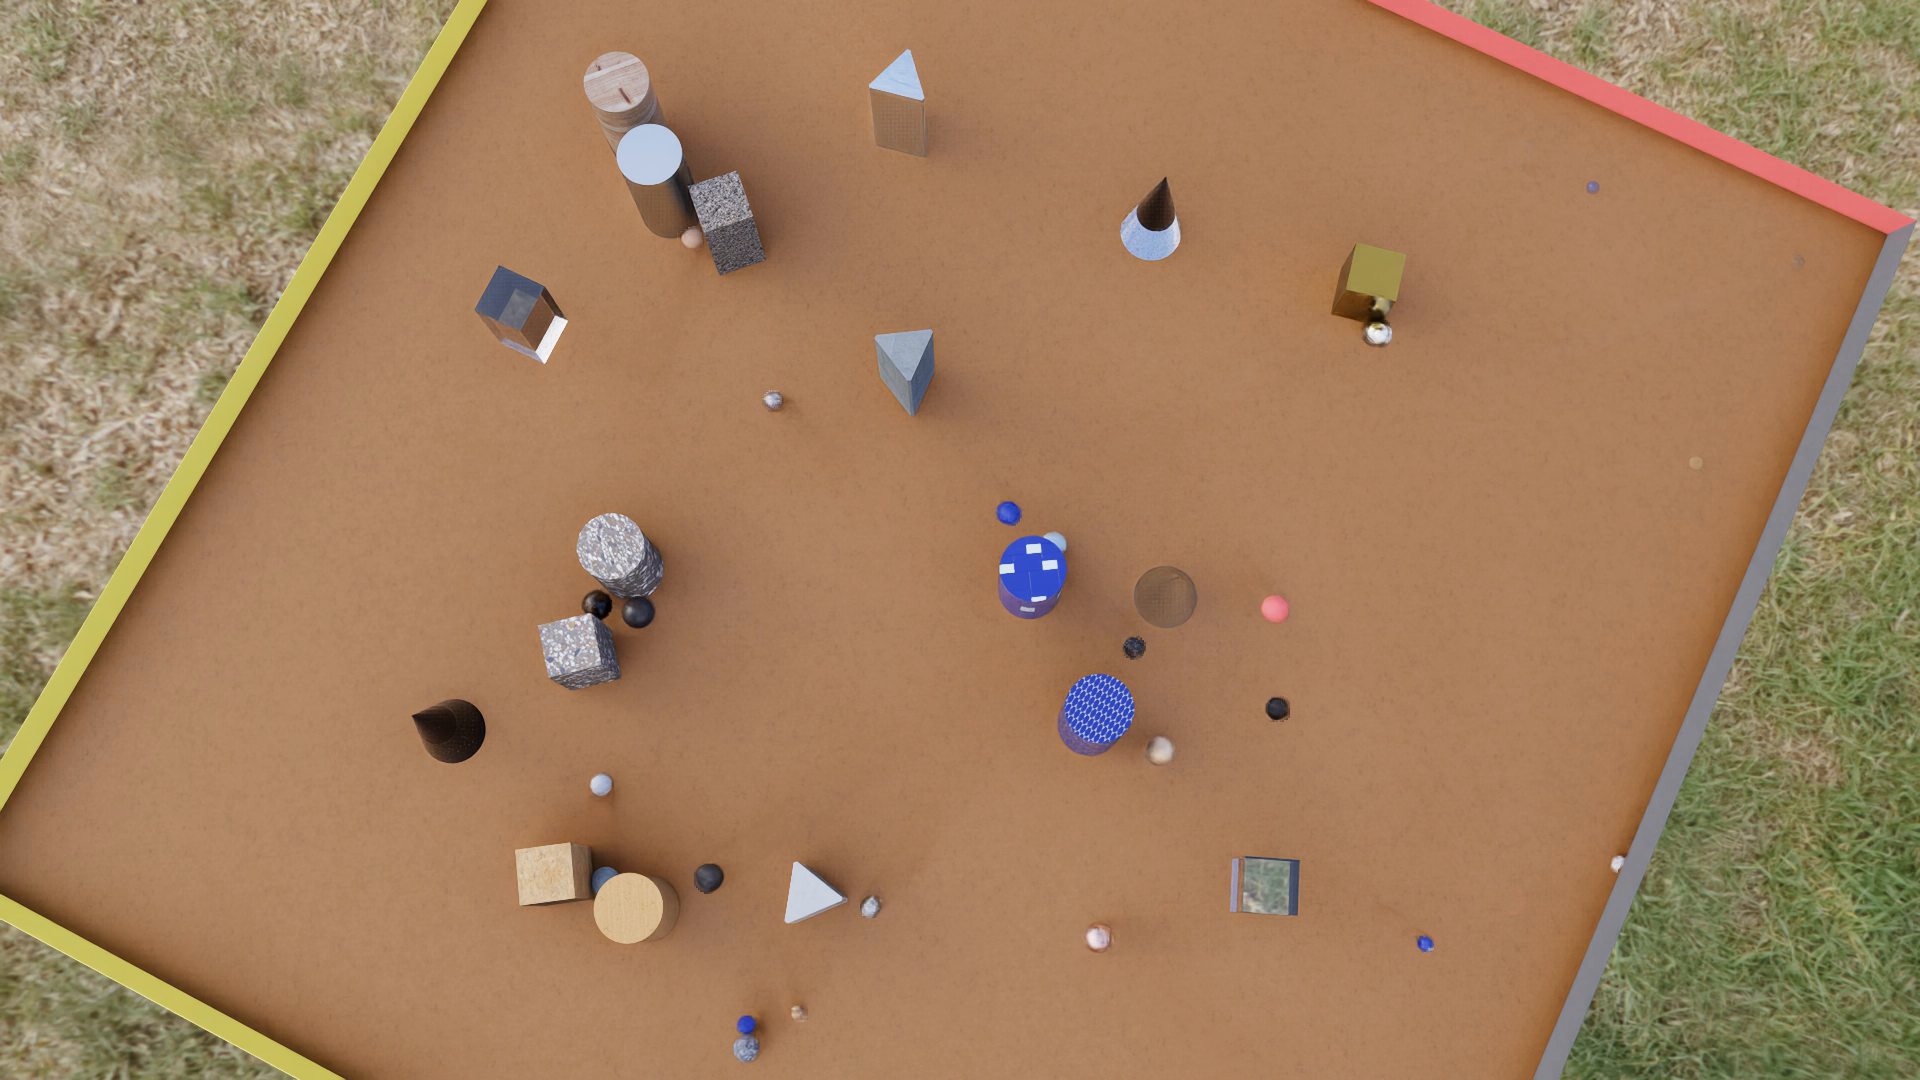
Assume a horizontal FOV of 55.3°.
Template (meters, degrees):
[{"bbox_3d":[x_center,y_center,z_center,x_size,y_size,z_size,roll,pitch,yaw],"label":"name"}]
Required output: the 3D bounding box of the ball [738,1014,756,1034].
[{"bbox_3d":[-0.617,1.400,5.300,0.053,0.053,0.053,0,78,0],"label":"ball"}]

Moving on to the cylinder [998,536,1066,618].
[{"bbox_3d":[0.211,0.114,5.433,0.193,0.313,0.193,0,78,0],"label":"cylinder"}]

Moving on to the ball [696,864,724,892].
[{"bbox_3d":[-0.734,0.988,5.370,0.082,0.082,0.082,0,78,0],"label":"ball"}]

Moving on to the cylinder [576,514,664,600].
[{"bbox_3d":[-1.002,0.053,5.425,0.193,0.353,0.193,0,78,0],"label":"cylinder"}]

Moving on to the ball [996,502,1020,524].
[{"bbox_3d":[0.146,-0.083,5.598,0.070,0.070,0.070,0,78,0],"label":"ball"}]

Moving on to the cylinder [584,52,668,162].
[{"bbox_3d":[-1.015,-1.307,5.646,0.193,0.472,0.193,0,78,0],"label":"cylinder"}]

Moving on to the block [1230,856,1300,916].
[{"bbox_3d":[0.877,0.999,5.284,0.155,0.247,0.155,4,78,1],"label":"block"}]

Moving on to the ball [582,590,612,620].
[{"bbox_3d":[-1.094,0.197,5.530,0.090,0.090,0.090,0,78,0],"label":"ball"}]

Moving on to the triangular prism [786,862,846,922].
[{"bbox_3d":[-0.434,0.996,5.262,0.167,0.290,0.145,-22,79,-4],"label":"triangular prism"}]

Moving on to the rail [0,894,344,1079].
[{"bbox_3d":[-0.988,1.941,5.150,4.420,0.126,0.045,26,80,5],"label":"rail"}]

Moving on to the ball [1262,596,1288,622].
[{"bbox_3d":[0.950,0.207,5.533,0.080,0.080,0.080,0,78,0],"label":"ball"}]

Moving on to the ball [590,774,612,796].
[{"bbox_3d":[-1.065,0.727,5.434,0.062,0.062,0.062,0,78,0],"label":"ball"}]

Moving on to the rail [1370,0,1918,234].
[{"bbox_3d":[0.988,-1.928,5.950,4.420,0.126,0.045,26,80,5],"label":"rail"}]

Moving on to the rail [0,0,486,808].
[{"bbox_3d":[-1.956,-0.951,5.748,0.045,0.126,4.465,26,80,5],"label":"rail"}]

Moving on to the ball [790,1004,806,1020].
[{"bbox_3d":[-0.468,1.370,5.310,0.045,0.045,0.045,0,78,0],"label":"ball"}]

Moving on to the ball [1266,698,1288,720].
[{"bbox_3d":[0.947,0.504,5.477,0.068,0.068,0.068,0,78,0],"label":"ball"}]

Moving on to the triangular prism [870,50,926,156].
[{"bbox_3d":[-0.172,-1.359,5.683,0.167,0.421,0.145,14,79,3],"label":"triangular prism"}]

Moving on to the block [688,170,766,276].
[{"bbox_3d":[-0.712,-0.969,5.629,0.155,0.368,0.155,-19,79,-4],"label":"block"}]

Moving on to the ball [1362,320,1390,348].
[{"bbox_3d":[1.296,-0.642,5.706,0.086,0.086,0.086,0,78,0],"label":"ball"}]

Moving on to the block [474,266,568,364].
[{"bbox_3d":[-1.335,-0.685,5.592,0.155,0.325,0.155,25,79,5],"label":"block"}]

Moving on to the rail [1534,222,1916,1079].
[{"bbox_3d":[1.956,0.964,5.352,0.045,0.126,4.465,26,80,5],"label":"rail"}]

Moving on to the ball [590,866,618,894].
[{"bbox_3d":[-1.038,1.000,5.366,0.086,0.086,0.086,0,78,0],"label":"ball"}]

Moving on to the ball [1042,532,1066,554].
[{"bbox_3d":[0.283,0.015,5.573,0.080,0.080,0.080,0,78,0],"label":"ball"}]

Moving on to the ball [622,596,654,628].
[{"bbox_3d":[-0.971,0.219,5.522,0.097,0.097,0.097,0,78,0],"label":"ball"}]

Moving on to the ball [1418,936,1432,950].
[{"bbox_3d":[1.357,1.179,5.352,0.041,0.041,0.041,0,78,0],"label":"ball"}]

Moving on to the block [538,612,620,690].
[{"bbox_3d":[-1.116,0.332,5.392,0.155,0.306,0.155,-14,79,-3],"label":"block"}]

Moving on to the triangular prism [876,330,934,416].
[{"bbox_3d":[-0.139,-0.530,5.527,0.145,0.390,0.167,-36,81,-7],"label":"triangular prism"}]

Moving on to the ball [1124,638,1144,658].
[{"bbox_3d":[0.522,0.323,5.520,0.059,0.059,0.059,0,78,0],"label":"ball"}]

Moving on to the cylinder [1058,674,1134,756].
[{"bbox_3d":[0.389,0.510,5.304,0.193,0.406,0.193,0,78,0],"label":"cylinder"}]

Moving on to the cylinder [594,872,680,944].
[{"bbox_3d":[-0.923,1.055,5.246,0.193,0.299,0.193,0,78,0],"label":"cylinder"}]

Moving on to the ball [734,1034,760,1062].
[{"bbox_3d":[-0.614,1.462,5.276,0.074,0.074,0.074,0,78,0],"label":"ball"}]

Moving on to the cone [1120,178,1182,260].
[{"bbox_3d":[0.606,-1.024,5.601,0.193,0.445,0.193,0,78,0],"label":"cone"}]

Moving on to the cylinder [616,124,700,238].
[{"bbox_3d":[-0.917,-1.095,5.622,0.193,0.433,0.193,0,78,0],"label":"cylinder"}]

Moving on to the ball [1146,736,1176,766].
[{"bbox_3d":[0.595,0.626,5.441,0.090,0.090,0.090,0,78,0],"label":"ball"}]

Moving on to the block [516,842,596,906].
[{"bbox_3d":[-1.161,0.964,5.270,0.155,0.288,0.155,-7,78,-2],"label":"block"}]

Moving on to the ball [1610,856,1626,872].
[{"bbox_3d":[1.940,0.953,5.396,0.045,0.045,0.045,0,78,0],"label":"ball"}]

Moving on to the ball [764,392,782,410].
[{"bbox_3d":[-0.578,-0.432,5.677,0.057,0.057,0.057,0,78,0],"label":"ball"}]

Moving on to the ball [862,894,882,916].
[{"bbox_3d":[-0.259,1.070,5.364,0.061,0.061,0.061,0,78,0],"label":"ball"}]

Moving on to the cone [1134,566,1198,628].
[{"bbox_3d":[0.626,0.139,5.410,0.193,0.347,0.193,0,78,0],"label":"cone"}]

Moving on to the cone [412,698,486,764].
[{"bbox_3d":[-1.520,0.530,5.287,0.193,0.430,0.193,0,78,0],"label":"cone"}]

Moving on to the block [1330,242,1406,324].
[{"bbox_3d":[1.260,-0.788,5.660,0.155,0.233,0.155,14,79,3],"label":"block"}]

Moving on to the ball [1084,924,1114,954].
[{"bbox_3d":[0.405,1.160,5.333,0.085,0.085,0.085,0,78,0],"label":"ball"}]

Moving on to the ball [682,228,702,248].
[{"bbox_3d":[-0.845,-0.952,5.781,0.064,0.064,0.064,0,78,0],"label":"ball"}]
